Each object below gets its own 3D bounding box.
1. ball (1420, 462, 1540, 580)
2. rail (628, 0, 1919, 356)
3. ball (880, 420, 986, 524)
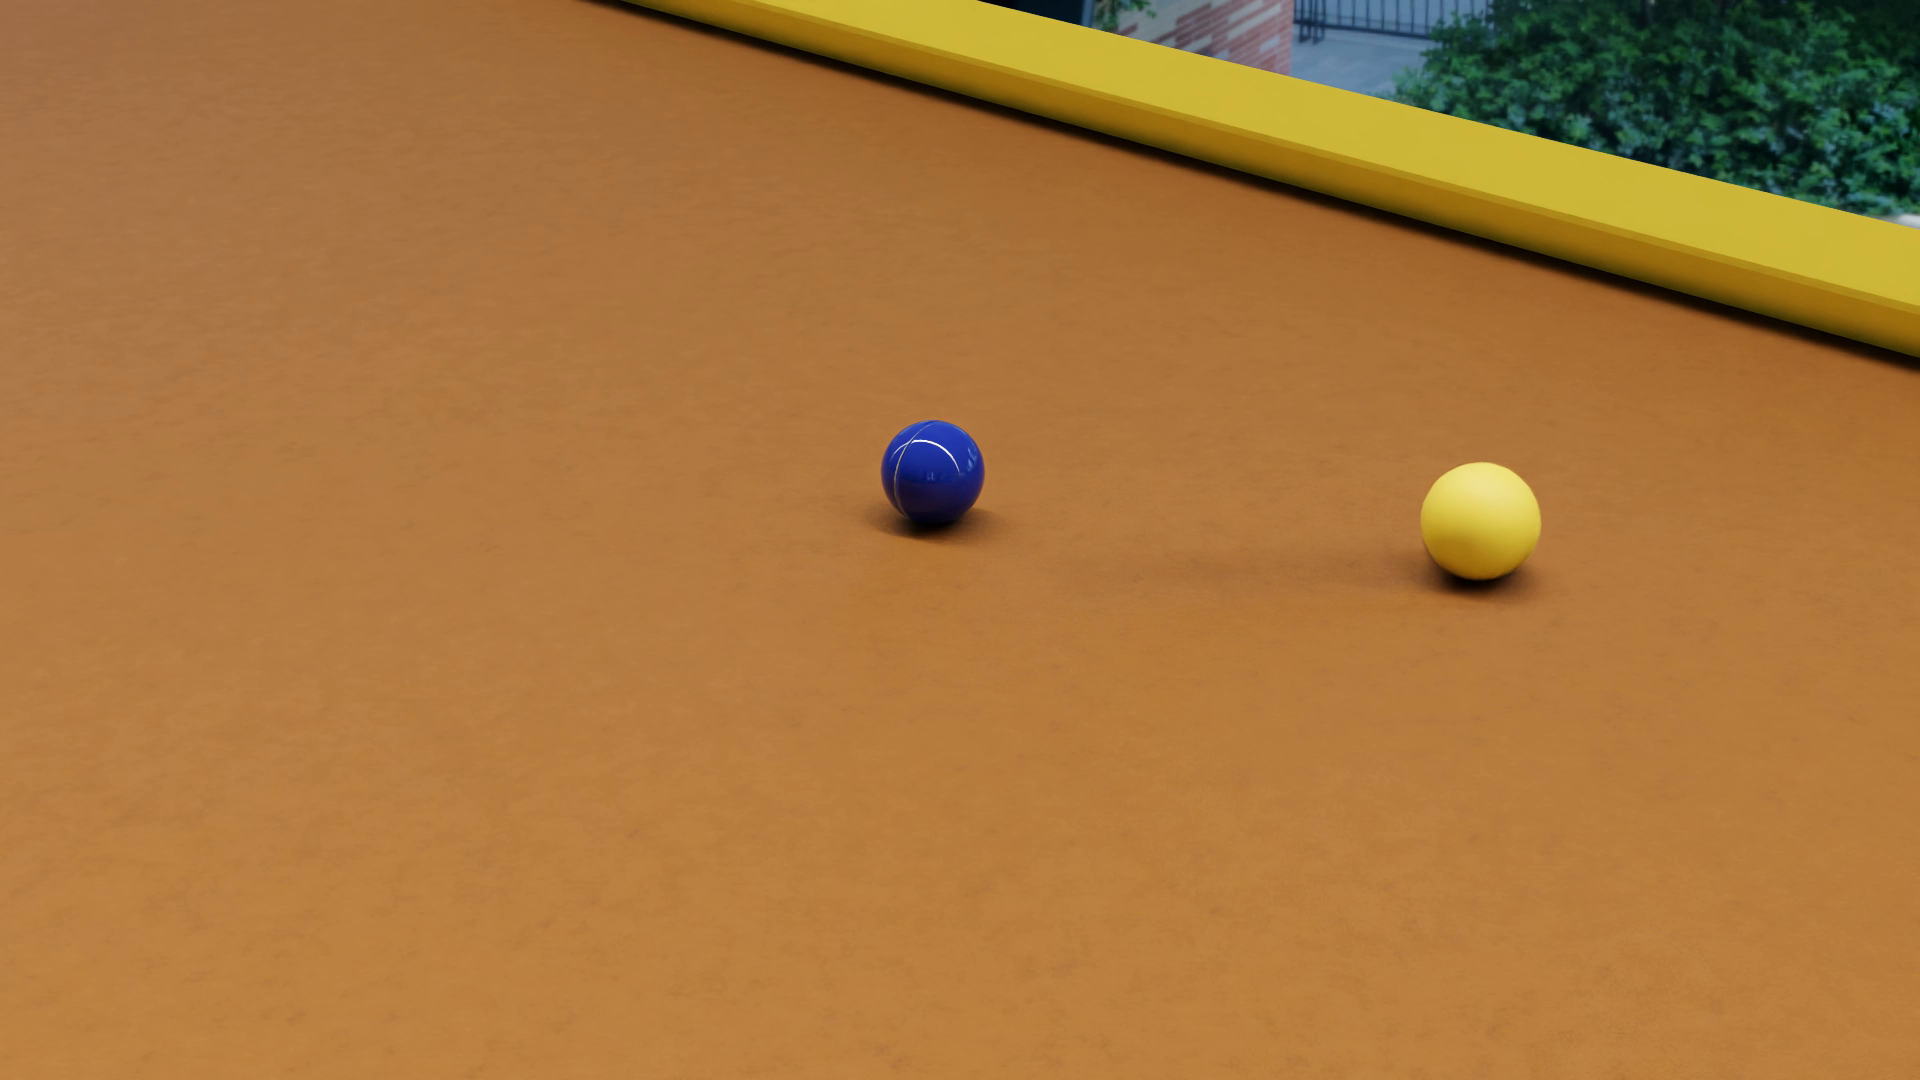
[{"bbox_3d":[0.413,-0.015,2.337,0.094,0.094,0.094,0,23,0],"label":"ball"},{"bbox_3d":[0.037,-0.594,3.637,0.045,0.122,4.093,-20,31,-39],"label":"rail"},{"bbox_3d":[-0.023,-0.056,2.441,0.087,0.087,0.087,0,23,0],"label":"ball"}]
